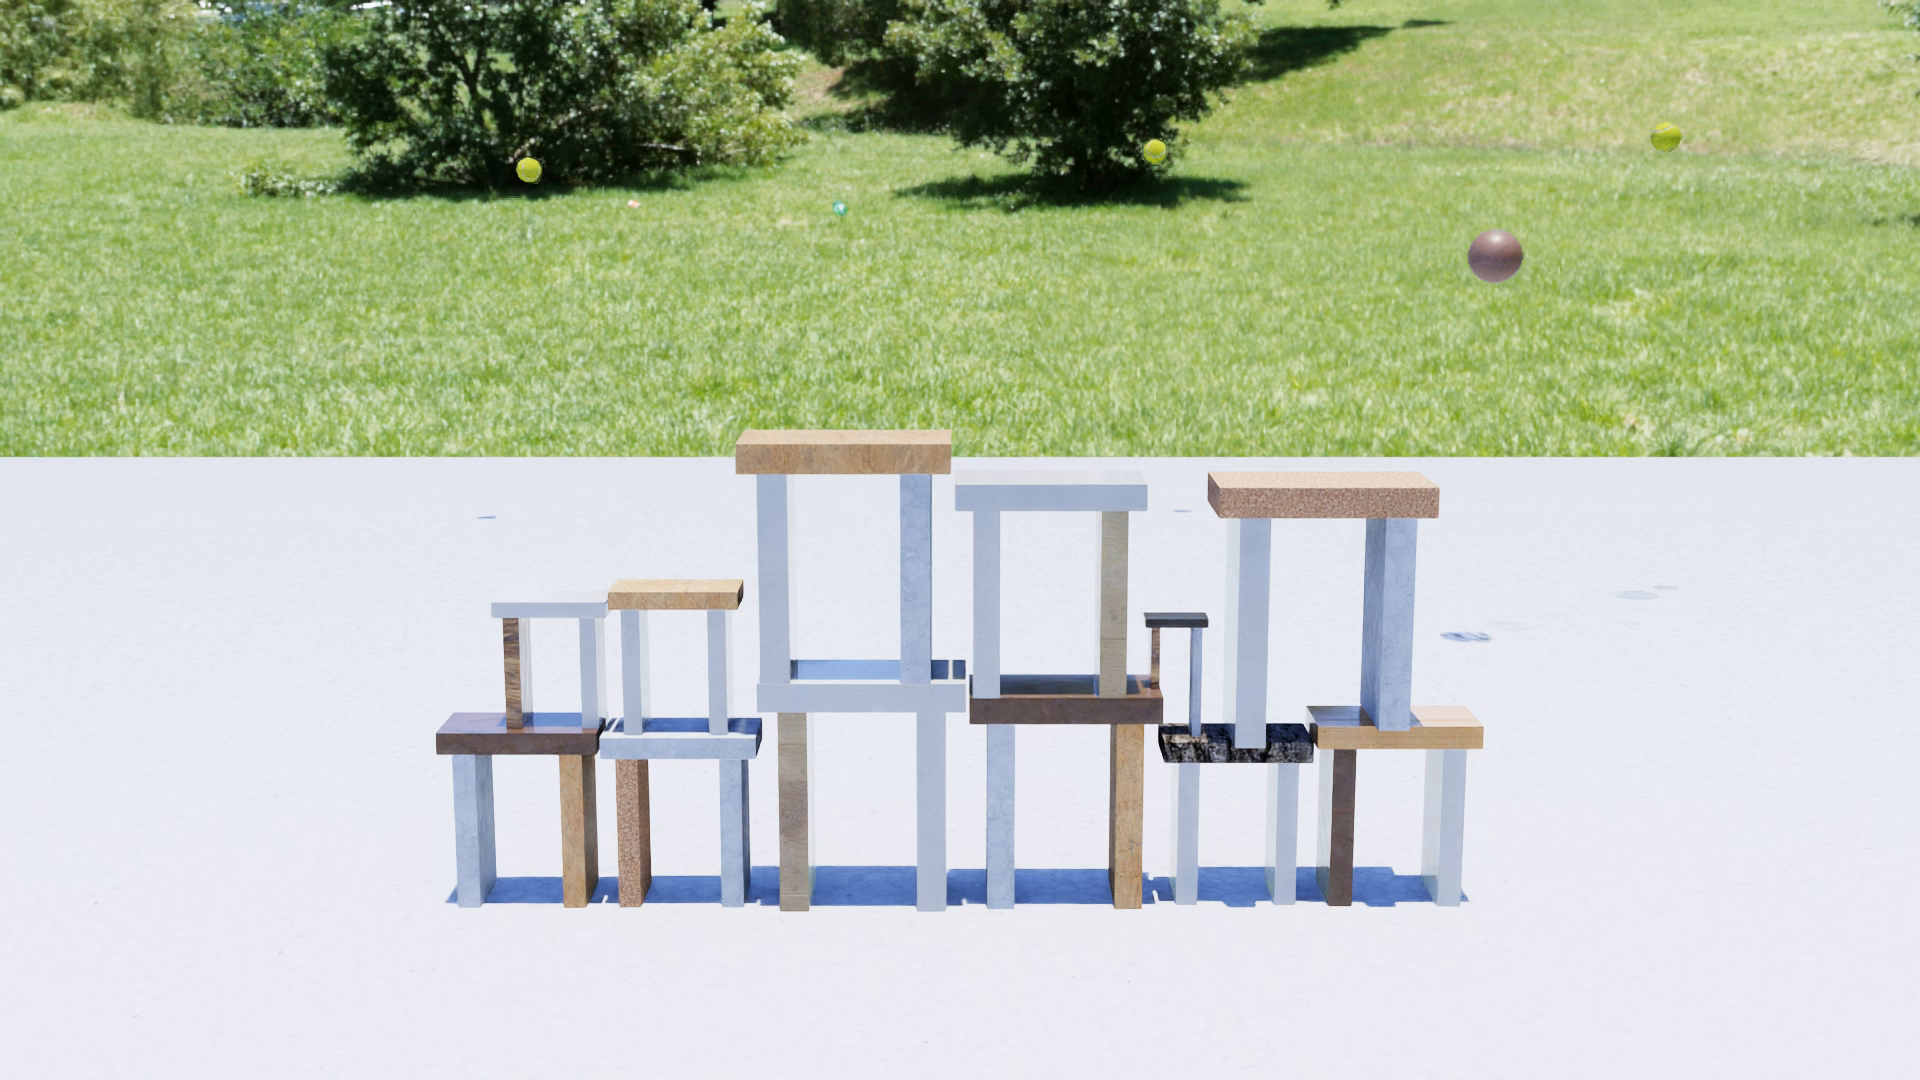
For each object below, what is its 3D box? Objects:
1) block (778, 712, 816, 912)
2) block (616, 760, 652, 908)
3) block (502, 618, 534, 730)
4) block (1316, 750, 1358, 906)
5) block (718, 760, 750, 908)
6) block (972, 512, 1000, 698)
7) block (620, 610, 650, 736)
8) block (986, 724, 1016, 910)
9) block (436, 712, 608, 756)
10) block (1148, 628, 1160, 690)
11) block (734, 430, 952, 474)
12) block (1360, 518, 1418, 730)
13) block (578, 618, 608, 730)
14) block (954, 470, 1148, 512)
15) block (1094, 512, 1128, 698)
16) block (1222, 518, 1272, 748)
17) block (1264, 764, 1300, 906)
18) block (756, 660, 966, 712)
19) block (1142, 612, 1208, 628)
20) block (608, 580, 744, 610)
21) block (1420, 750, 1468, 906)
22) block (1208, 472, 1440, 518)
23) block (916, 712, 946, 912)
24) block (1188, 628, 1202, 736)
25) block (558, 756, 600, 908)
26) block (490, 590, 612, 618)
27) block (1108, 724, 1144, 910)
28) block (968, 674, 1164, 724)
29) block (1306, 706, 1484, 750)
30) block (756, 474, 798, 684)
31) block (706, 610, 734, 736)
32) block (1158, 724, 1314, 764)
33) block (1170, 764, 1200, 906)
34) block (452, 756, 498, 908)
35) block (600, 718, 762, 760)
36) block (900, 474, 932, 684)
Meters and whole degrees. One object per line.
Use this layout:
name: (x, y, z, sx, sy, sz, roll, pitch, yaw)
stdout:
block: (-0.269, 0.426, 3.636, 0.047, 0.335, 0.167, 0, 11, 0)
block: (-0.540, 0.467, 3.642, 0.036, 0.252, 0.126, 0, 11, 0)
block: (-0.723, 0.208, 3.600, 0.026, 0.185, 0.092, 0, 11, 0)
block: (0.624, 0.458, 3.649, 0.038, 0.267, 0.134, 0, 11, 0)
block: (-0.372, 0.467, 3.642, 0.036, 0.252, 0.126, 0, 11, 0)
block: (0.042, 0.090, 3.573, 0.043, 0.304, 0.152, 0, 11, 0)
block: (-0.530, 0.205, 3.597, 0.029, 0.208, 0.104, 0, 11, 0)
block: (0.067, 0.436, 3.642, 0.044, 0.312, 0.156, 0, 11, 0)
block: (-0.717, 0.318, 3.615, 0.259, 0.037, 0.130, 0, 11, 0)
block: (0.317, 0.188, 3.599, 0.015, 0.103, 0.051, 0, 11, 0)
block: (-0.183, -0.142, 3.532, 0.338, 0.048, 0.169, 0, 11, 0)
block: (0.696, 0.120, 3.580, 0.049, 0.346, 0.173, 0, 11, 0)
block: (-0.600, 0.208, 3.600, 0.026, 0.185, 0.092, 0, 11, 0)
block: (0.144, -0.080, 3.542, 0.304, 0.043, 0.152, 0, 11, 0)
block: (0.245, 0.090, 3.573, 0.043, 0.304, 0.152, 0, 11, 0)
block: (0.466, 0.135, 3.582, 0.049, 0.374, 0.173, 0, 11, 0)
block: (0.534, 0.470, 3.651, 0.034, 0.242, 0.121, 0, 11, 0)
block: (-0.158, 0.238, 3.601, 0.335, 0.047, 0.167, 0, 11, 0)
block: (0.352, 0.131, 3.588, 0.103, 0.015, 0.051, 0, 11, 0)
block: (-0.461, 0.088, 3.575, 0.208, 0.029, 0.104, 0, 11, 0)
block: (0.802, 0.458, 3.649, 0.038, 0.267, 0.134, 0, 11, 0)
block: (0.581, -0.074, 3.544, 0.346, 0.049, 0.173, 0, 11, 0)
block: (-0.046, 0.426, 3.636, 0.047, 0.335, 0.167, 0, 11, 0)
block: (0.386, 0.228, 3.606, 0.015, 0.183, 0.051, 0, 11, 0)
block: (-0.630, 0.463, 3.642, 0.037, 0.259, 0.130, 0, 11, 0)
block: (-0.662, 0.105, 3.580, 0.185, 0.026, 0.092, 0, 11, 0)
block: (0.275, 0.436, 3.643, 0.044, 0.312, 0.156, 0, 11, 0)
block: (0.171, 0.261, 3.610, 0.312, 0.044, 0.156, 0, 11, 0)
block: (0.713, 0.308, 3.621, 0.267, 0.038, 0.134, 0, 11, 0)
block: (-0.296, 0.048, 3.567, 0.048, 0.338, 0.169, 0, 11, 0)
block: (-0.391, 0.205, 3.597, 0.029, 0.208, 0.104, 0, 11, 0)
block: (0.453, 0.334, 3.626, 0.242, 0.034, 0.121, 0, 11, 0)
block: (0.372, 0.470, 3.651, 0.034, 0.242, 0.121, 0, 11, 0)
block: (-0.803, 0.463, 3.642, 0.037, 0.259, 0.130, 0, 11, 0)
block: (-0.456, 0.325, 3.615, 0.252, 0.036, 0.126, 0, 11, 0)
block: (-0.070, 0.048, 3.566, 0.048, 0.338, 0.169, 0, 11, 0)
